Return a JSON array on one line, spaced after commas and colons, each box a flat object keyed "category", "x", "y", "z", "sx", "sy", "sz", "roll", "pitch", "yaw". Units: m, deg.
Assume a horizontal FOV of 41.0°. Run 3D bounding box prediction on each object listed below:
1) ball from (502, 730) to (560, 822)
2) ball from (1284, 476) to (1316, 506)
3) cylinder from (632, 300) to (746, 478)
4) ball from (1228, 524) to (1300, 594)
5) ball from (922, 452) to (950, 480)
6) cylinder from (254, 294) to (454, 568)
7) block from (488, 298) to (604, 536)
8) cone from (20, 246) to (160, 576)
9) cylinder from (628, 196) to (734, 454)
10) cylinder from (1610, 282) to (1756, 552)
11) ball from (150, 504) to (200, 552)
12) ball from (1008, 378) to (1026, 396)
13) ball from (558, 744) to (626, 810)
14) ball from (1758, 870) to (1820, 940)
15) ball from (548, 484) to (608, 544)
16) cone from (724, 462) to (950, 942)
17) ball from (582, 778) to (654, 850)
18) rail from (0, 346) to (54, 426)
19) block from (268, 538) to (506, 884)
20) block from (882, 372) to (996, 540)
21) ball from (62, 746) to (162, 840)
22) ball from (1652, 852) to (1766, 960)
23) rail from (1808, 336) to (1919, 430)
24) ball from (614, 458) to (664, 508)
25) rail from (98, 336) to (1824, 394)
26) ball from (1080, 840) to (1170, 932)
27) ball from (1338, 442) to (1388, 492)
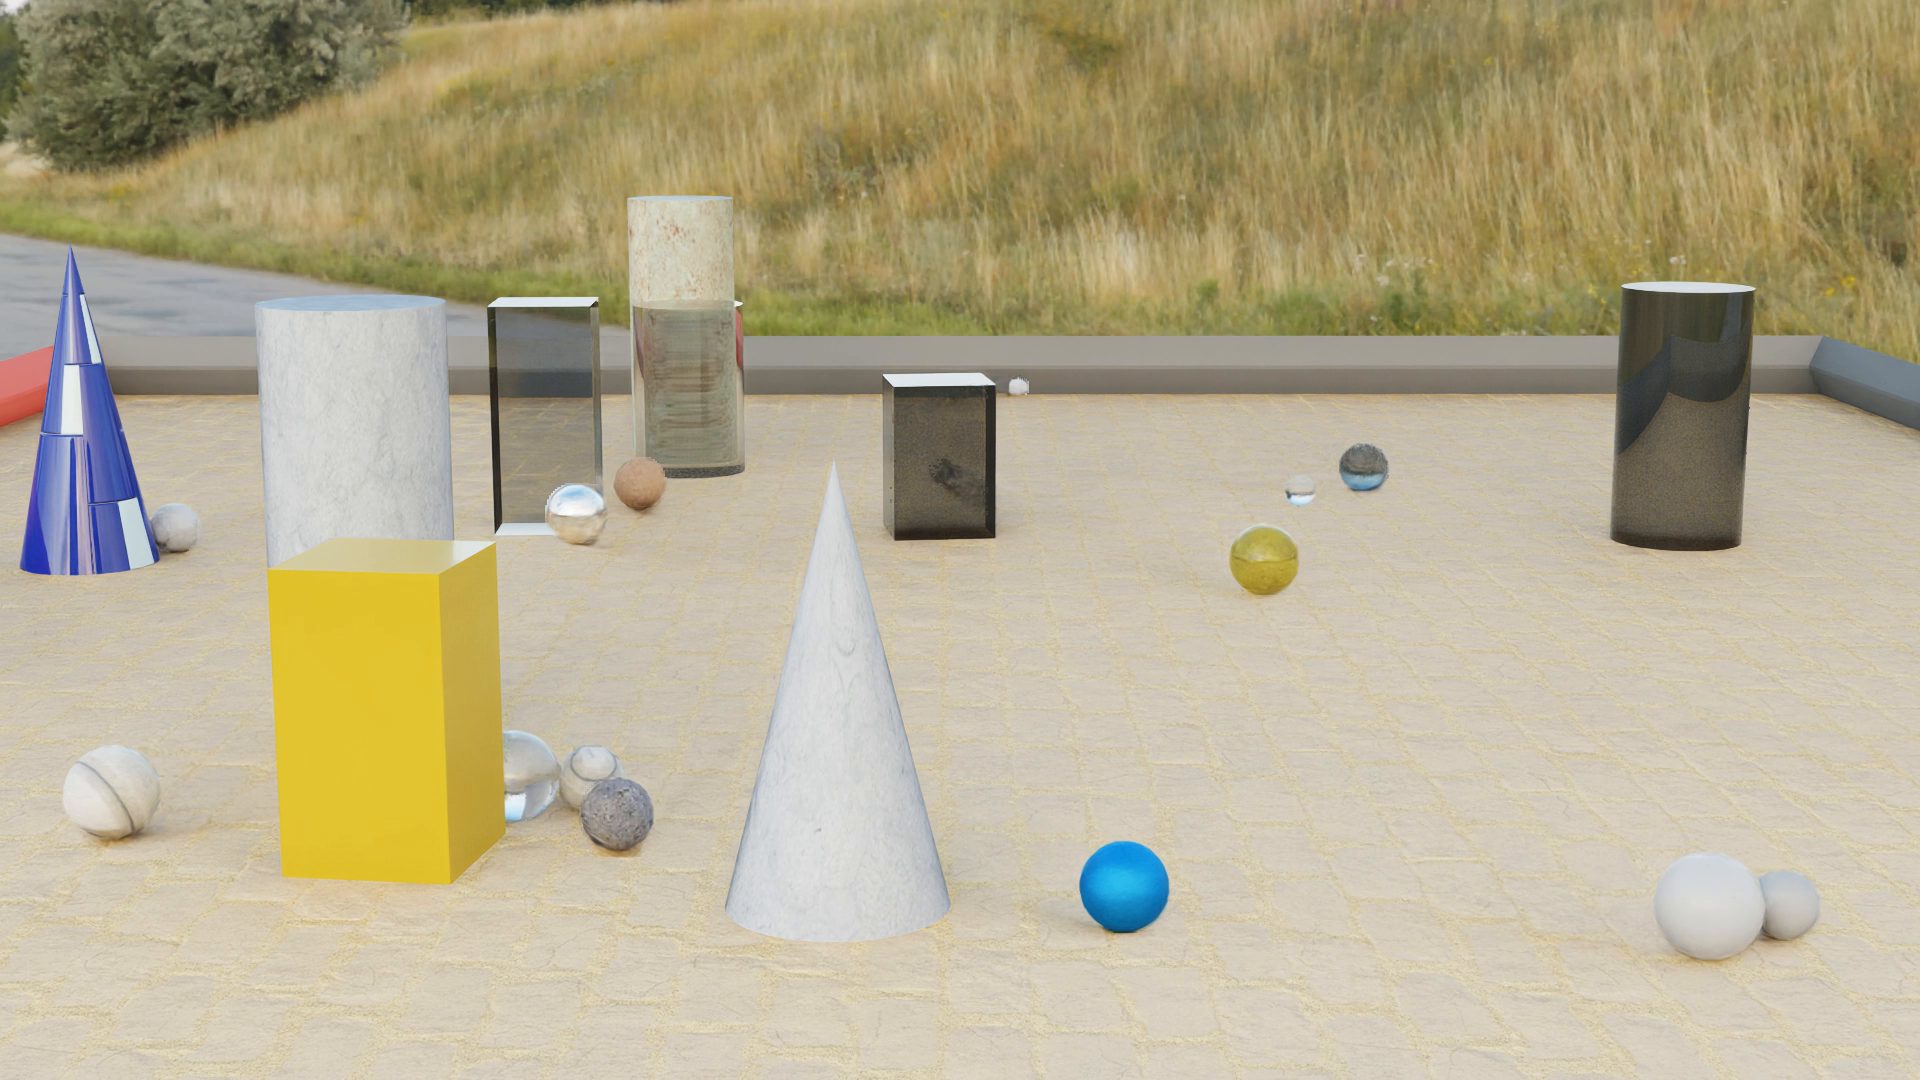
[{"category": "ball", "x": -0.435, "y": 0.230, "z": 2.501, "sx": 0.089, "sy": 0.089, "sz": 0.089, "roll": 0, "pitch": 10, "yaw": 0}, {"category": "ball", "x": 0.568, "y": -0.082, "z": 4.288, "sx": 0.052, "sy": 0.052, "sz": 0.052, "roll": 0, "pitch": 10, "yaw": 0}, {"category": "cylinder", "x": -0.491, "y": -0.276, "z": 4.649, "sx": 0.198, "sy": 0.302, "sz": 0.198, "roll": 0, "pitch": 10, "yaw": 0}, {"category": "ball", "x": 0.424, "y": 0.027, "z": 3.570, "sx": 0.099, "sy": 0.099, "sz": 0.099, "roll": 0, "pitch": 10, "yaw": 0}, {"category": "ball", "x": -0.042, "y": -0.133, "z": 4.570, "sx": 0.050, "sy": 0.050, "sz": 0.050, "roll": 0, "pitch": 10, "yaw": 0}, {"category": "cylinder", "x": -0.647, "y": -0.017, "z": 2.769, "sx": 0.198, "sy": 0.478, "sz": 0.198, "roll": 0, "pitch": 10, "yaw": 0}, {"category": "block", "x": -0.657, "y": -0.199, "z": 4.080, "sx": 0.159, "sy": 0.359, "sz": 0.159, "roll": -1, "pitch": 11, "yaw": -3}, {"category": "cone", "x": -1.291, "y": -0.199, "z": 3.765, "sx": 0.198, "sy": 0.473, "sz": 0.198, "roll": 0, "pitch": 10, "yaw": 0}, {"category": "cylinder", "x": -0.526, "y": -0.406, "z": 4.865, "sx": 0.198, "sy": 0.480, "sz": 0.198, "roll": 0, "pitch": 10, "yaw": 0}, {"category": "cylinder", "x": 1.113, "y": -0.194, "z": 3.956, "sx": 0.198, "sy": 0.392, "sz": 0.198, "roll": 0, "pitch": 10, "yaw": 0}, {"category": "ball", "x": -1.189, "y": -0.018, "z": 3.882, "sx": 0.075, "sy": 0.075, "sz": 0.075, "roll": 0, "pitch": 10, "yaw": 0}, {"category": "ball", "x": 0.129, "y": -0.340, "z": 5.714, "sx": 0.041, "sy": 0.041, "sz": 0.041, "roll": 0, "pitch": 10, "yaw": 0}, {"category": "ball", "x": -0.364, "y": 0.235, "z": 2.534, "sx": 0.067, "sy": 0.067, "sz": 0.067, "roll": 0, "pitch": 10, "yaw": 0}, {"category": "ball", "x": 0.695, "y": 0.308, "z": 2.165, "sx": 0.058, "sy": 0.058, "sz": 0.058, "roll": 0, "pitch": 10, "yaw": 0}, {"category": "ball", "x": -0.590, "y": -0.040, "z": 3.951, "sx": 0.091, "sy": 0.091, "sz": 0.091, "roll": 0, "pitch": 10, "yaw": 0}, {"category": "cone", "x": -0.107, "y": 0.126, "z": 2.221, "sx": 0.198, "sy": 0.396, "sz": 0.198, "roll": 0, "pitch": 10, "yaw": 0}, {"category": "ball", "x": -0.321, "y": 0.258, "z": 2.409, "sx": 0.068, "sy": 0.068, "sz": 0.068, "roll": 0, "pitch": 10, "yaw": 0}, {"category": "rail", "x": -1.926, "y": 0.035, "z": 3.438, "sx": 0.045, "sy": 0.129, "sz": 4.674, "roll": 0, "pitch": 10, "yaw": 0}, {"category": "block", "x": -0.526, "y": 0.154, "z": 2.373, "sx": 0.159, "sy": 0.285, "sz": 0.159, "roll": 1, "pitch": 11, "yaw": 8}, {"category": "block", "x": -0.034, "y": -0.133, "z": 4.046, "sx": 0.159, "sy": 0.241, "sz": 0.159, "roll": -1, "pitch": 11, "yaw": -8}, {"category": "ball", "x": -0.808, "y": 0.240, "z": 2.445, "sx": 0.089, "sy": 0.089, "sz": 0.089, "roll": 0, "pitch": 10, "yaw": 0}, {"category": "ball", "x": 0.617, "y": 0.301, "z": 2.115, "sx": 0.089, "sy": 0.089, "sz": 0.089, "roll": 0, "pitch": 10, "yaw": 0}, {"category": "rail", "x": 1.926, "y": 0.031, "z": 3.460, "sx": 0.045, "sy": 0.129, "sz": 4.674, "roll": 0, "pitch": 10, "yaw": 0}, {"category": "ball", "x": -0.533, "y": -0.094, "z": 4.262, "sx": 0.084, "sy": 0.084, "sz": 0.084, "roll": 0, "pitch": 10, "yaw": 0}, {"category": "rail", "x": -0.013, "y": -0.388, "z": 5.723, "sx": 3.898, "sy": 0.129, "sz": 0.045, "roll": 0, "pitch": 10, "yaw": 0}, {"category": "ball", "x": 0.140, "y": 0.295, "z": 2.184, "sx": 0.077, "sy": 0.077, "sz": 0.077, "roll": 0, "pitch": 10, "yaw": 0}, {"category": "ball", "x": 0.697, "y": -0.125, "z": 4.431, "sx": 0.085, "sy": 0.085, "sz": 0.085, "roll": 0, "pitch": 10, "yaw": 0}]
